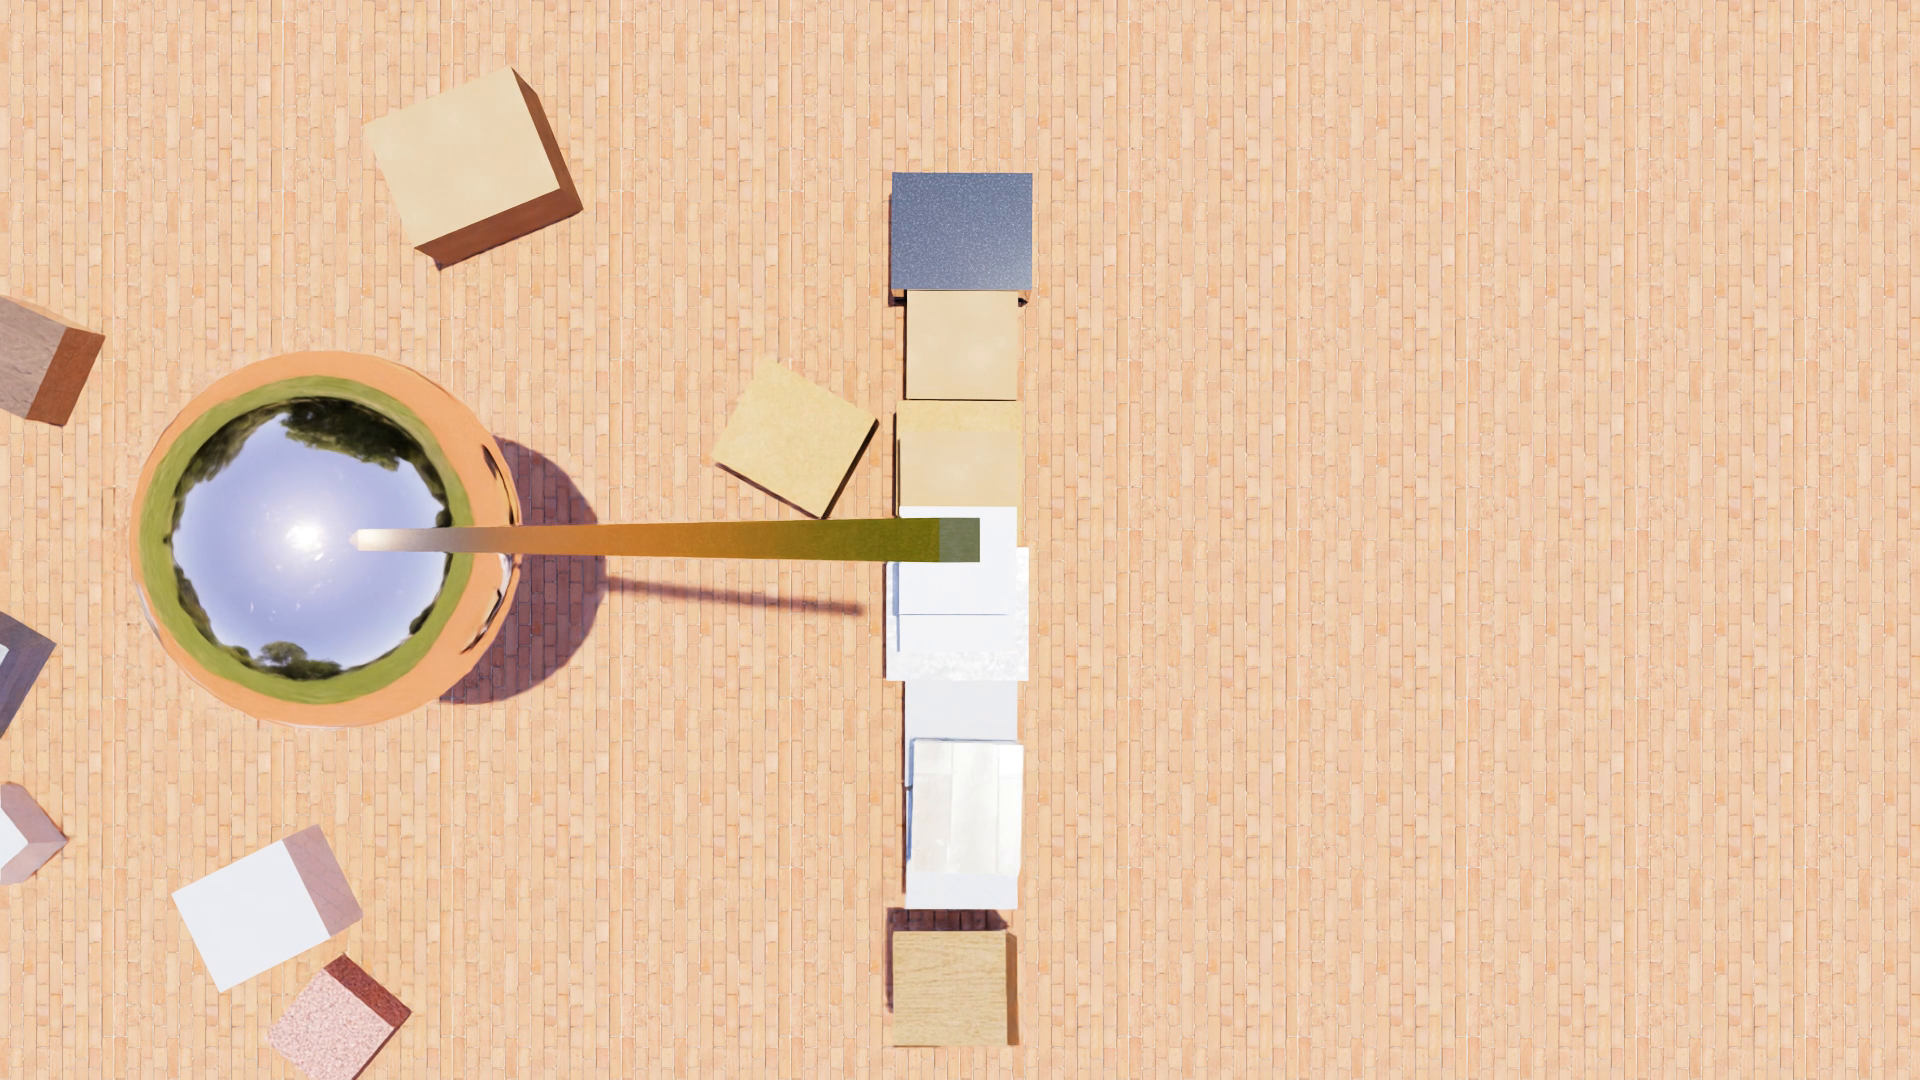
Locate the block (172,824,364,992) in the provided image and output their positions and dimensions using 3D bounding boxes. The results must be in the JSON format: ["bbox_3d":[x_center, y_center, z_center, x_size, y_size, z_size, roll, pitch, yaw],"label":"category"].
[{"bbox_3d":[-3.966,2.102,12.649,0.690,0.702,0.617,-26,90,0],"label":"block"}]

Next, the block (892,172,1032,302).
[{"bbox_3d":[0.012,-1.736,12.677,0.791,0.645,0.658,0,90,0],"label":"block"}]

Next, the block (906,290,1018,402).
[{"bbox_3d":[0.012,-1.100,12.704,0.624,0.592,0.610,0,90,0],"label":"block"}]

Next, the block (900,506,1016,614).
[{"bbox_3d":[-0.010,0.103,11.343,0.589,0.548,0.541,0,90,0],"label":"block"}]

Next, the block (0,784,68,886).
[{"bbox_3d":[-5.553,1.710,12.750,0.365,0.435,0.444,-42,81,0],"label":"block"}]

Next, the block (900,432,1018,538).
[{"bbox_3d":[-0.005,-0.292,11.988,0.623,0.509,0.573,0,90,0],"label":"block"}]

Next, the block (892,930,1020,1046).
[{"bbox_3d":[-0.017,2.472,12.089,0.613,0.629,0.601,-2,77,7],"label":"block"}]

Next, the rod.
[{"bbox_3d":[-1.147,0.000,6.200,0.080,5.200,0.080,0,90,-26],"label":"rod"}]

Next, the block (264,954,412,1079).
[{"bbox_3d":[-3.607,2.820,12.781,0.536,0.438,0.527,40,90,0],"label":"block"}]

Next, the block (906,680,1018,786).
[{"bbox_3d":[0.007,1.088,12.703,0.630,0.594,0.603,0,90,0],"label":"block"}]

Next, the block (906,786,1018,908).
[{"bbox_3d":[0.011,1.731,12.643,0.621,0.714,0.656,0,90,0],"label":"block"}]

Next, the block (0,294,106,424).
[{"bbox_3d":[-5.384,-1.043,12.713,0.482,0.575,0.577,24,90,0],"label":"block"}]

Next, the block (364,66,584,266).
[{"bbox_3d":[-2.768,-2.130,12.605,0.880,0.790,0.737,-22,90,0],"label":"block"}]

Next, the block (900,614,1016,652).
[{"bbox_3d":[-0.015,0.321,11.901,0.607,0.568,0.545,-1,90,0],"label":"block"}]

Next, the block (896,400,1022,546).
[{"bbox_3d":[-0.005,-0.373,12.621,0.697,0.757,0.802,0,90,0],"label":"block"}]

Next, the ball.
[{"bbox_3d":[-2.648,0.000,9.251,1.600,1.600,1.600,0,90,0],"label":"ball"}]

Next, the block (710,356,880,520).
[{"bbox_3d":[-0.939,-0.578,12.679,0.713,0.641,0.646,29,90,0],"label":"block"}]

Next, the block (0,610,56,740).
[{"bbox_3d":[-5.822,0.752,12.673,0.694,0.654,0.729,30,90,0],"label":"block"}]

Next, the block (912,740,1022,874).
[{"bbox_3d":[0.038,1.445,11.979,0.576,0.606,0.684,2,86,0],"label":"block"}]

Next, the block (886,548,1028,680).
[{"bbox_3d":[-0.013,0.411,12.593,0.785,0.815,0.736,0,90,0],"label":"block"}]
